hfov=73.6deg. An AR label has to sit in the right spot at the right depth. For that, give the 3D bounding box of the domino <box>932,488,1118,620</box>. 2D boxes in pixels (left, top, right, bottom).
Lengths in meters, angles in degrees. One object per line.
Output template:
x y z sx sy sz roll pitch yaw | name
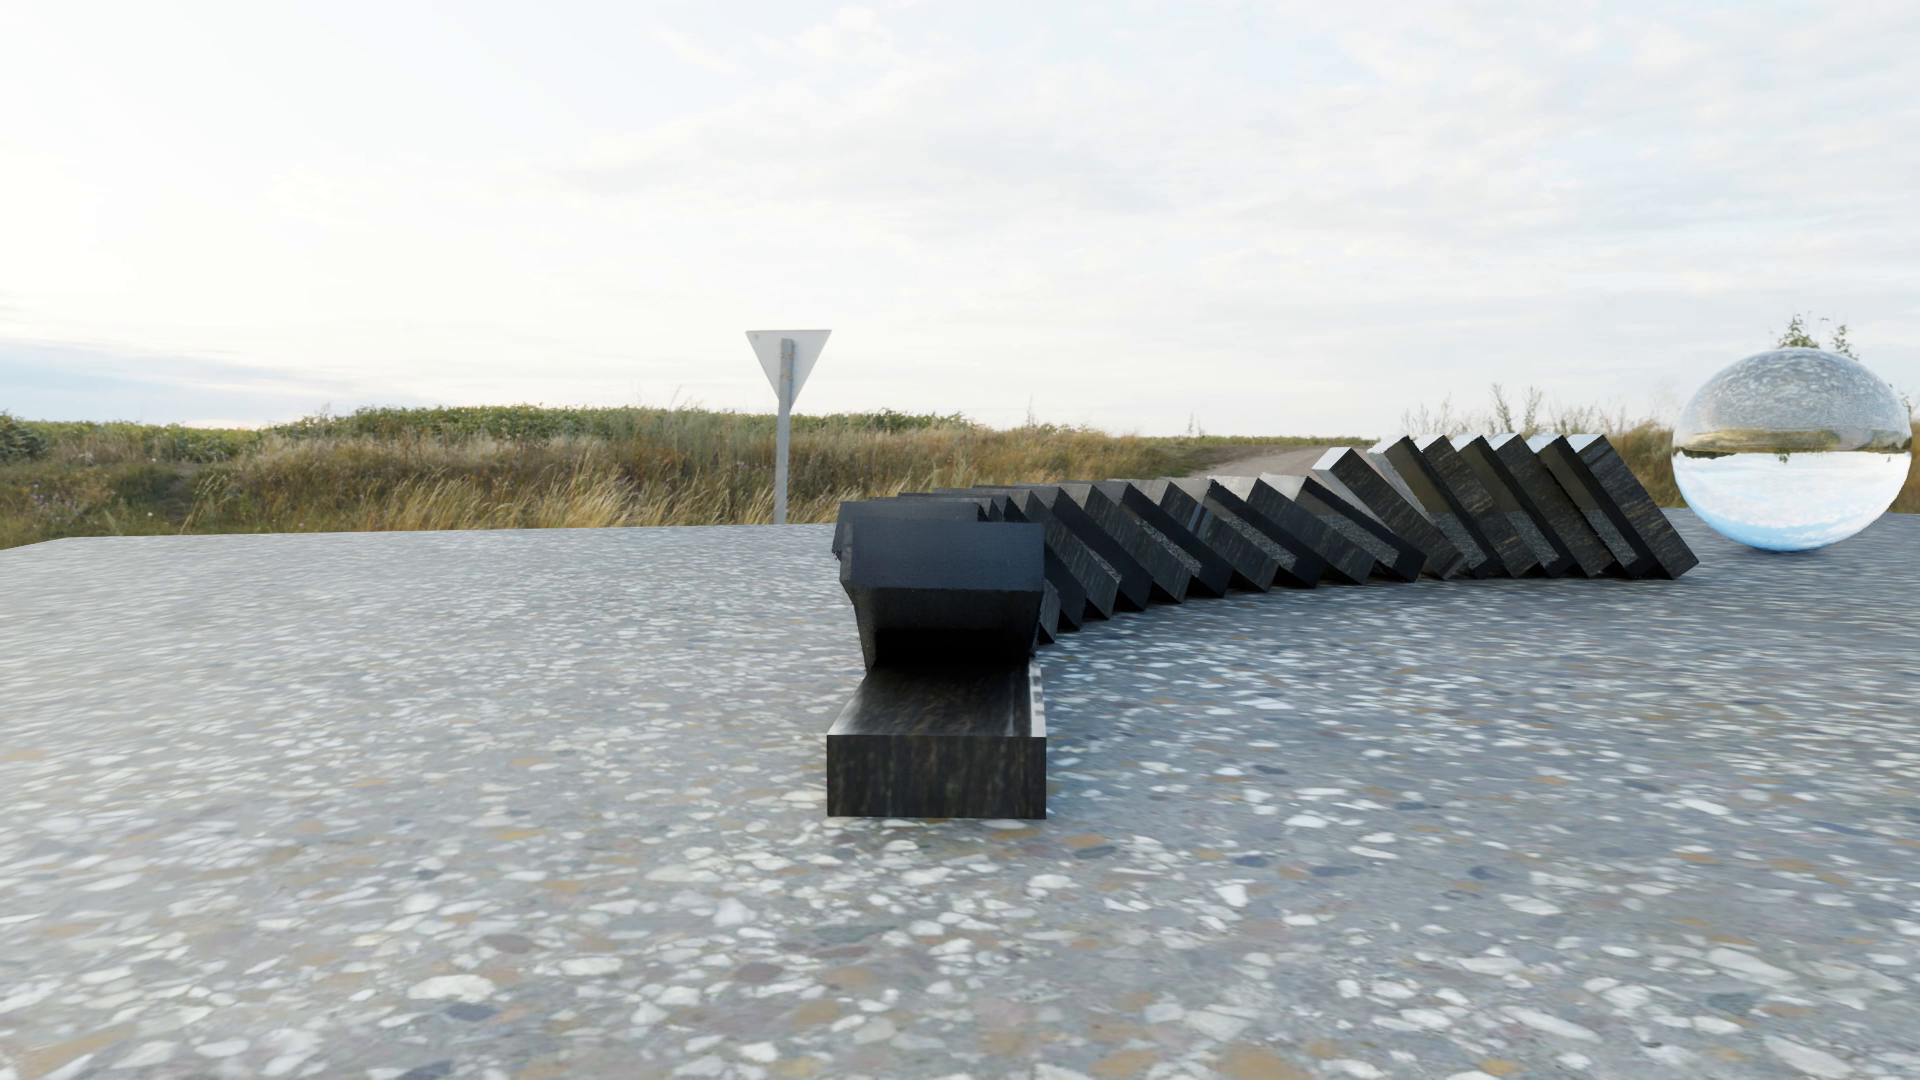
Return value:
0.015 0.004 0.299 0.025 0.009 0.050 3 -24 33 | domino

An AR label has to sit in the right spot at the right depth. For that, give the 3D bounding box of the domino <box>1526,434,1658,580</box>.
0.200 -0.011 0.413 0.010 0.050 0.025 -37 0 7 | domino

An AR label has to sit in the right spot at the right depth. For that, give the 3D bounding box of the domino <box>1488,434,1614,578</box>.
0.189 -0.012 0.417 0.009 0.050 0.025 -37 -1 7 | domino

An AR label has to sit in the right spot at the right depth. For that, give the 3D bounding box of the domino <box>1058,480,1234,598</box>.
0.050 0.000 0.350 0.050 0.009 0.025 34 -18 -37 | domino

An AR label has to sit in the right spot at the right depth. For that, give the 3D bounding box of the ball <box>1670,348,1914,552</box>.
0.326 -0.035 0.506 0.080 0.080 0.080 0 4 0 | ball

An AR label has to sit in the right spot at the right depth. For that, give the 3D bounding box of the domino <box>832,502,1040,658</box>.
-0.003 0.008 0.239 0.025 0.009 0.050 1 -25 17 | domino

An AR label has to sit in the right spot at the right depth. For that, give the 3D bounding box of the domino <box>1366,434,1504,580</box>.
0.152 -0.011 0.414 0.010 0.050 0.025 -37 0 7 | domino

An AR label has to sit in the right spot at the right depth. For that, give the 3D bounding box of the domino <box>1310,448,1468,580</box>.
0.136 -0.009 0.409 0.050 0.009 0.025 43 5 -1 | domino

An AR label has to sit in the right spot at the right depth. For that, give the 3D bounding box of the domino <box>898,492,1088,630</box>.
0.007 0.005 0.279 0.025 0.010 0.050 2 -24 27 | domino

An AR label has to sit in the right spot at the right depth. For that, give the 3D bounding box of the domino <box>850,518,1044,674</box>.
-0.002 0.011 0.190 0.025 0.010 0.050 1 -22 0 | domino

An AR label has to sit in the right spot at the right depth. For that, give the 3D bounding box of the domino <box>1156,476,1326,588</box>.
0.081 -0.002 0.377 0.050 0.009 0.025 31 -11 -27 | domino

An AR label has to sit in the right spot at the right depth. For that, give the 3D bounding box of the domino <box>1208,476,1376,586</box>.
0.098 -0.003 0.388 0.050 0.009 0.025 30 -8 -22 | domino

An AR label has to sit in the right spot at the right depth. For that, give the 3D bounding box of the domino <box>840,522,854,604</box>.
-0.003 0.011 0.216 0.025 0.009 0.050 1 -22 7 | domino

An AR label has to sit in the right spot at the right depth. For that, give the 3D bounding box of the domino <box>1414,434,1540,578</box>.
0.165 -0.011 0.416 0.009 0.050 0.025 -37 0 7 | domino

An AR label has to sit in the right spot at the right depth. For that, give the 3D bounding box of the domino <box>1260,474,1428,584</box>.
0.117 -0.004 0.397 0.050 0.009 0.025 30 -6 -18 | domino

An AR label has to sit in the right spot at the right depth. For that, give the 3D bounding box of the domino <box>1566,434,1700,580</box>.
0.212 -0.011 0.411 0.009 0.050 0.025 -37 0 7 | domino

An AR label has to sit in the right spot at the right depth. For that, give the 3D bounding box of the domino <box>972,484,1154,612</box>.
0.025 0.002 0.317 0.025 0.010 0.050 3 -24 38 | domino

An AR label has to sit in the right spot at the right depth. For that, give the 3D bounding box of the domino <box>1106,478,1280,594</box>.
0.065 -0.001 0.364 0.050 0.009 0.025 32 -15 -32 | domino

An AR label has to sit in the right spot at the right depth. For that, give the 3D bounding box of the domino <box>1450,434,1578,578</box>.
0.177 -0.011 0.417 0.009 0.050 0.025 -37 0 7 | domino

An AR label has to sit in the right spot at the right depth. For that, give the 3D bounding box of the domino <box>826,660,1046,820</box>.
-0.002 0.025 0.171 0.025 0.010 0.050 0 4 3 | domino

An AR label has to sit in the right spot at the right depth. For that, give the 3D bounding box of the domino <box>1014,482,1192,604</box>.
0.036 0.001 0.334 0.025 0.009 0.050 4 -23 44 | domino

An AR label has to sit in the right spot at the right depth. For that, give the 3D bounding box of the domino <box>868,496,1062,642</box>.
0.001 0.007 0.259 0.025 0.009 0.050 2 -24 22 | domino
